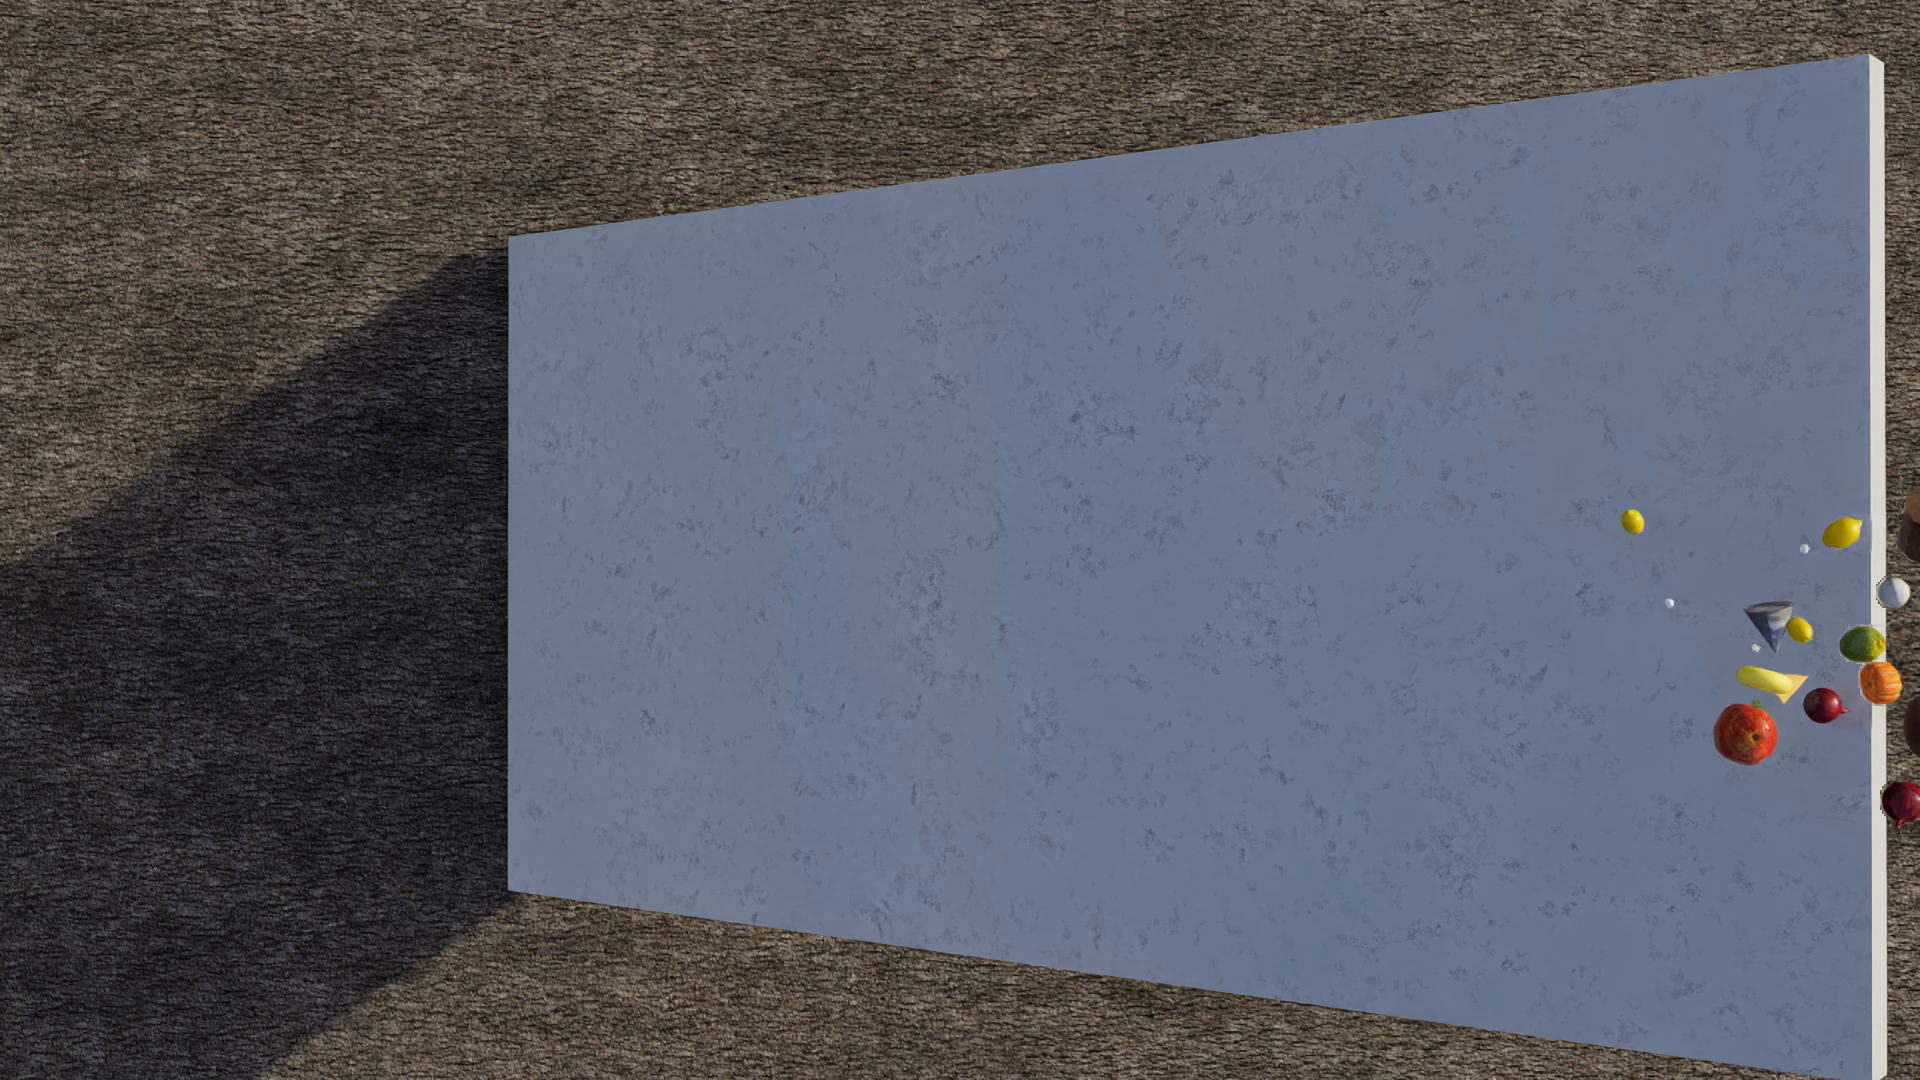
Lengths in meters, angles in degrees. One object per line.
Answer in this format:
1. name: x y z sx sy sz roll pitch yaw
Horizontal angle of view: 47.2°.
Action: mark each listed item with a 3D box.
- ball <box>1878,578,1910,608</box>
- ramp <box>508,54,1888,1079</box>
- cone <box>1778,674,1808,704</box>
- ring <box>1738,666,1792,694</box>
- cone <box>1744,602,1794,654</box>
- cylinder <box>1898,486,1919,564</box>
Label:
1. ball: 1.565 0.088 3.685 0.051 0.051 0.051 0 90 0
2. ramp: 0.224 0.064 5.540 4.000 0.100 2.000 0 90 38
3. cone: 1.565 0.267 4.130 0.063 0.063 0.063 -26 90 22
4. ring: 1.492 0.260 4.079 0.100 0.100 0.033 19 93 0
5. cone: 1.485 0.166 4.019 0.090 0.090 0.090 -11 96 0
6. cylinder: 1.422 -0.023 3.210 0.088 0.088 0.088 -7 53 9
